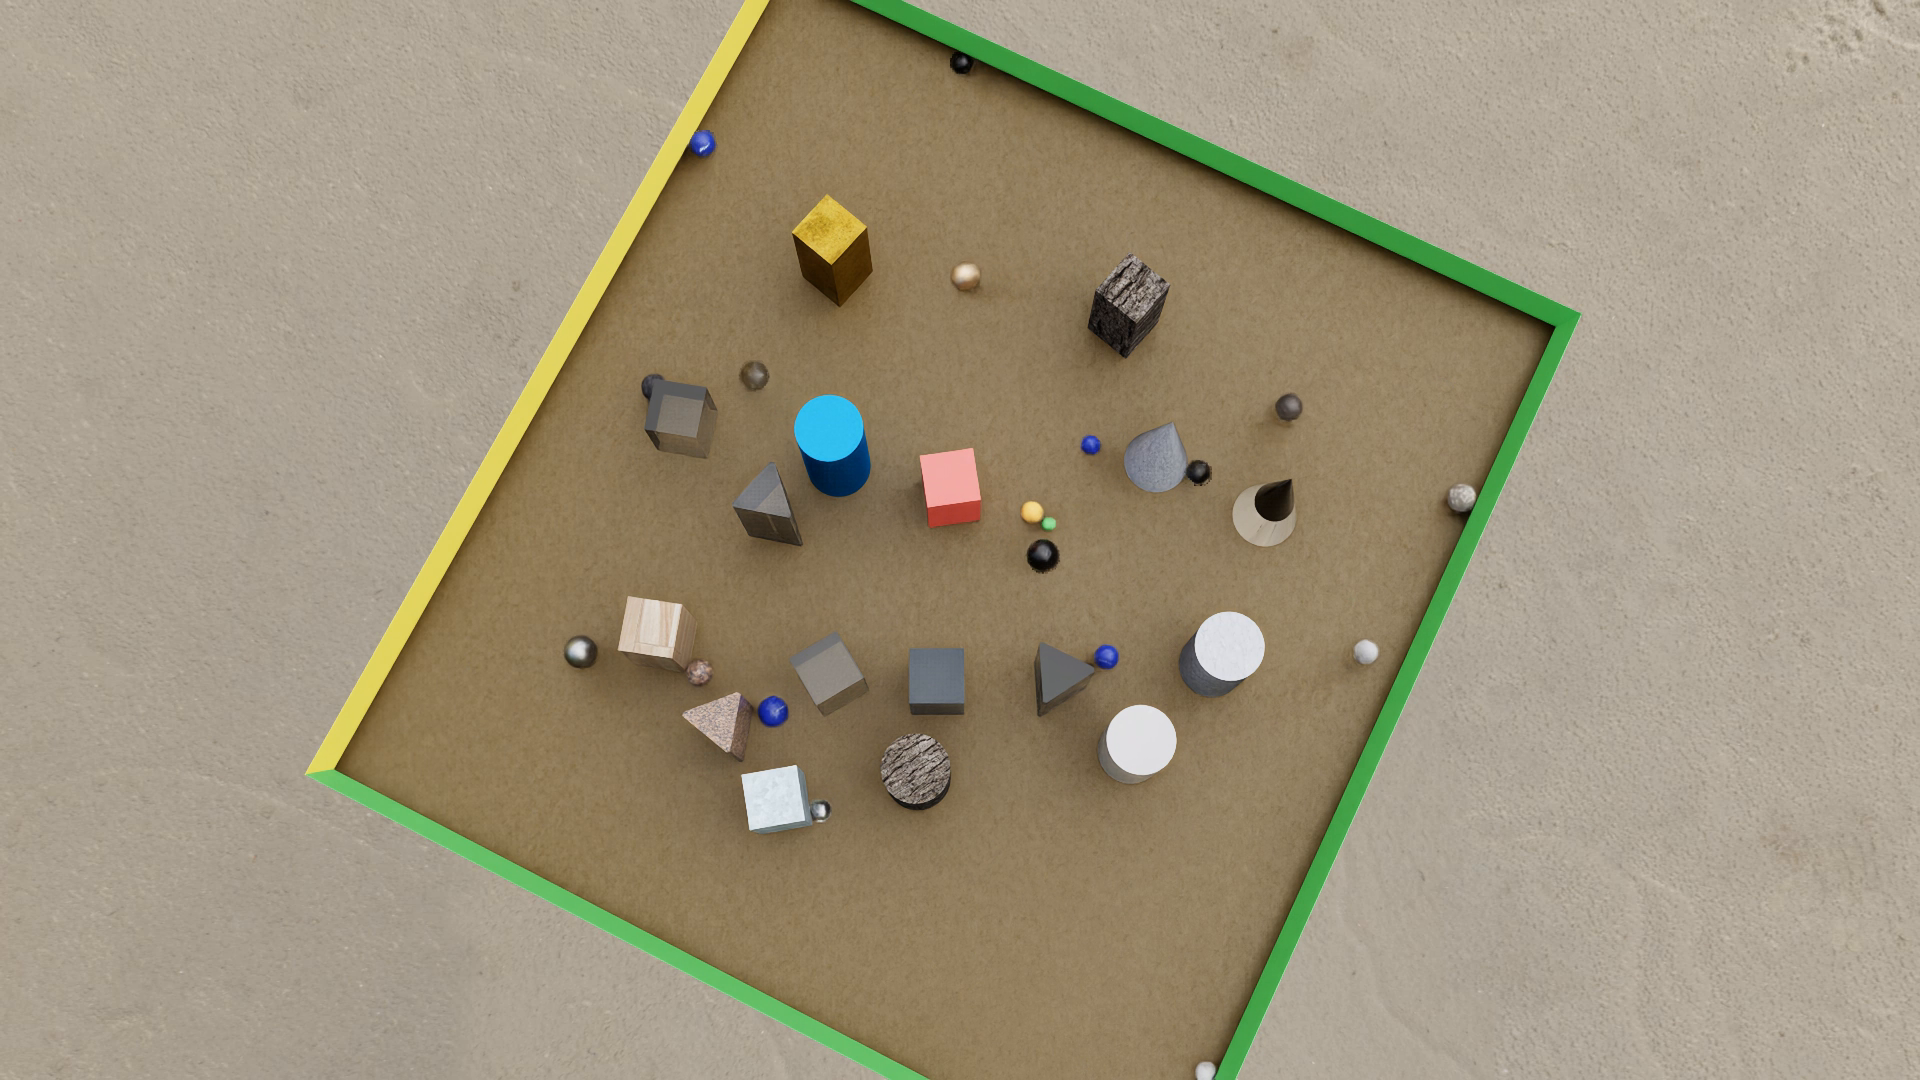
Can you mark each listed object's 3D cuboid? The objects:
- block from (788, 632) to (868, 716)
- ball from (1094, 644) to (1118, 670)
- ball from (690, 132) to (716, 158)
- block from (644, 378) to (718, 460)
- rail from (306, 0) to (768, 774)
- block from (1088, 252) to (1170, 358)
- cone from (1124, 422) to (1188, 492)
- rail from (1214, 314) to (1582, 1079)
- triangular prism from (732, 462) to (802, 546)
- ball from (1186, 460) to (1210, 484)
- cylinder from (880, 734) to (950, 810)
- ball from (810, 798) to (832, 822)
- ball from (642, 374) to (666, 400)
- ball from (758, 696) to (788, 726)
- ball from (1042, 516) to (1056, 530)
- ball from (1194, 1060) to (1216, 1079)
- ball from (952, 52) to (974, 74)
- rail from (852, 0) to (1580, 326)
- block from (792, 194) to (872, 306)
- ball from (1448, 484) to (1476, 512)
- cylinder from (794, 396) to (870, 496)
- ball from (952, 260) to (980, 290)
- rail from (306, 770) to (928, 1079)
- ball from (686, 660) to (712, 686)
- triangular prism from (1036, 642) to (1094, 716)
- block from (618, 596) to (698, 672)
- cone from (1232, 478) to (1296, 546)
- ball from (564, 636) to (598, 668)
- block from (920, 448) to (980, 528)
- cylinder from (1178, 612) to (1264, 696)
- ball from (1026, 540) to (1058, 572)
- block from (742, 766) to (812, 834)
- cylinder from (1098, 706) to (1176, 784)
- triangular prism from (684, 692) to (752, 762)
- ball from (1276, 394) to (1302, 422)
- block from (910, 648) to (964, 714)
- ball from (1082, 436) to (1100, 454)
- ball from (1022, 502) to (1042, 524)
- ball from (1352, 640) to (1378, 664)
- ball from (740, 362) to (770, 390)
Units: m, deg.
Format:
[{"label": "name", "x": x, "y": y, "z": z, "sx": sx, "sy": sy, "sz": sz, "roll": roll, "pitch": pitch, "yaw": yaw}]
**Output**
[{"label": "block", "x": -0.381, "y": 0.396, "z": 5.378, "sx": 0.157, "sy": 0.306, "sz": 0.157, "roll": -30, "pitch": 80, "yaw": -6}, {"label": "ball", "x": 0.439, "y": 0.352, "z": 5.506, "sx": 0.074, "sy": 0.074, "sz": 0.074, "roll": 0, "pitch": 78, "yaw": 0}, {"label": "ball", "x": -0.819, "y": -1.260, "z": 5.836, "sx": 0.081, "sy": 0.081, "sz": 0.081, "roll": 0, "pitch": 78, "yaw": 0}, {"label": "block", "x": -0.844, "y": -0.365, "z": 5.561, "sx": 0.157, "sy": 0.256, "sz": 0.157, "roll": 10, "pitch": 78, "yaw": 2}, {"label": "rail", "x": -1.226, "y": -0.594, "z": 5.673, "sx": 0.045, "sy": 0.128, "sz": 2.971, "roll": 26, "pitch": 80, "yaw": 5}, {"label": "block", "x": 0.511, "y": -0.710, "z": 5.583, "sx": 0.157, "sy": 0.353, "sz": 0.157, "roll": 40, "pitch": 81, "yaw": 8}, {"label": "cone", "x": 0.606, "y": -0.290, "z": 5.441, "sx": 0.197, "sy": 0.462, "sz": 0.197, "roll": 0, "pitch": 78, "yaw": 0}, {"label": "rail", "x": 1.226, "y": 0.607, "z": 5.425, "sx": 0.045, "sy": 0.128, "sz": 2.971, "roll": 26, "pitch": 80, "yaw": 5}, {"label": "triangular prism", "x": -0.551, "y": -0.112, "z": 5.431, "sx": 0.170, "sy": 0.409, "sz": 0.148, "roll": 11, "pitch": 79, "yaw": 2}, {"label": "ball", "x": 0.732, "y": -0.208, "z": 5.623, "sx": 0.072, "sy": 0.072, "sz": 0.072, "roll": 0, "pitch": 78, "yaw": 0}, {"label": "cylinder", "x": -0.125, "y": 0.675, "z": 5.313, "sx": 0.197, "sy": 0.320, "sz": 0.197, "roll": 0, "pitch": 78, "yaw": 0}, {"label": "ball", "x": -0.411, "y": 0.799, "z": 5.418, "sx": 0.066, "sy": 0.066, "sz": 0.066, "roll": 0, "pitch": 78, "yaw": 0}, {"label": "ball", "x": -0.944, "y": -0.472, "z": 5.671, "sx": 0.084, "sy": 0.084, "sz": 0.084, "roll": 0, "pitch": 78, "yaw": 0}, {"label": "ball", "x": -0.558, "y": 0.510, "z": 5.465, "sx": 0.091, "sy": 0.091, "sz": 0.091, "roll": 0, "pitch": 78, "yaw": 0}, {"label": "ball", "x": 0.272, "y": -0.050, "z": 5.605, "sx": 0.043, "sy": 0.043, "sz": 0.043, "roll": 0, "pitch": 78, "yaw": 0}, {"label": "ball", "x": 0.706, "y": 1.530, "z": 5.269, "sx": 0.061, "sy": 0.061, "sz": 0.061, "roll": 0, "pitch": 78, "yaw": 0}, {"label": "ball", "x": 0.008, "y": -1.533, "z": 5.899, "sx": 0.069, "sy": 0.069, "sz": 0.069, "roll": 0, "pitch": 78, "yaw": 0}, {"label": "rail", "x": 0.654, "y": -1.273, "z": 5.814, "sx": 2.790, "sy": 0.128, "sz": 0.045, "roll": 26, "pitch": 80, "yaw": 5}, {"label": "block", "x": -0.386, "y": -0.879, "z": 5.603, "sx": 0.157, "sy": 0.382, "sz": 0.157, "roll": 40, "pitch": 81, "yaw": 8}, {"label": "ball", "x": 1.534, "y": -0.127, "z": 5.598, "sx": 0.087, "sy": 0.087, "sz": 0.087, "roll": 0, "pitch": 78, "yaw": 0}, {"label": "cylinder", "x": -0.374, "y": -0.274, "z": 5.446, "sx": 0.197, "sy": 0.446, "sz": 0.197, "roll": 0, "pitch": 78, "yaw": 0}, {"label": "ball", "x": 0.018, "y": -0.829, "z": 5.742, "sx": 0.090, "sy": 0.090, "sz": 0.090, "roll": 0, "pitch": 78, "yaw": 0}, {"label": "rail", "x": -0.654, "y": 1.287, "z": 5.284, "sx": 2.790, "sy": 0.128, "sz": 0.045, "roll": 26, "pitch": 80, "yaw": 5}, {"label": "ball", "x": -0.781, "y": 0.398, "z": 5.494, "sx": 0.080, "sy": 0.080, "sz": 0.080, "roll": 0, "pitch": 78, "yaw": 0}, {"label": "triangular prism", "x": 0.268, "y": 0.388, "z": 5.346, "sx": 0.170, "sy": 0.374, "sz": 0.148, "roll": -33, "pitch": 80, "yaw": -6}, {"label": "block", "x": -0.887, "y": 0.281, "z": 5.397, "sx": 0.157, "sy": 0.316, "sz": 0.157, "roll": 8, "pitch": 78, "yaw": 2}, {"label": "cone", "x": 0.936, "y": -0.125, "z": 5.400, "sx": 0.197, "sy": 0.475, "sz": 0.197, "roll": 0, "pitch": 78, "yaw": 0}, {"label": "ball", "x": -1.136, "y": 0.337, "z": 5.497, "sx": 0.098, "sy": 0.098, "sz": 0.098, "roll": 0, "pitch": 78, "yaw": 0}, {"label": "block", "x": -0.028, "y": -0.154, "z": 5.506, "sx": 0.157, "sy": 0.280, "sz": 0.157, "roll": -8, "pitch": 78, "yaw": -2}, {"label": "cylinder", "x": 0.760, "y": 0.338, "z": 5.350, "sx": 0.197, "sy": 0.386, "sz": 0.197, "roll": 0, "pitch": 78, "yaw": 0}, {"label": "ball", "x": 0.251, "y": 0.046, "z": 5.558, "sx": 0.097, "sy": 0.097, "sz": 0.097, "roll": 0, "pitch": 78, "yaw": 0}, {"label": "block", "x": -0.529, "y": 0.756, "z": 5.319, "sx": 0.157, "sy": 0.276, "sz": 0.157, "roll": -10, "pitch": 78, "yaw": -2}, {"label": "cylinder", "x": 0.510, "y": 0.596, "z": 5.318, "sx": 0.197, "sy": 0.343, "sz": 0.197, "roll": 0, "pitch": 78, "yaw": 0}, {"label": "triangular prism", "x": -0.671, "y": 0.522, "z": 5.341, "sx": 0.170, "sy": 0.328, "sz": 0.148, "roll": 39, "pitch": 81, "yaw": 7}, {"label": "ball", "x": 1.016, "y": -0.409, "z": 5.659, "sx": 0.083, "sy": 0.083, "sz": 0.083, "roll": 0, "pitch": 78, "yaw": 0}, {"label": "block", "x": -0.067, "y": 0.418, "z": 5.376, "sx": 0.157, "sy": 0.301, "sz": 0.157, "roll": 0, "pitch": 78, "yaw": 0}, {"label": "ball", "x": 0.404, "y": -0.292, "z": 5.647, "sx": 0.059, "sy": 0.059, "sz": 0.059, "roll": 0, "pitch": 78, "yaw": 0}, {"label": "ball", "x": 0.220, "y": -0.084, "z": 5.600, "sx": 0.066, "sy": 0.066, "sz": 0.066, "roll": 0, "pitch": 78, "yaw": 0}, {"label": "ball", "x": 1.219, "y": 0.338, "z": 5.510, "sx": 0.073, "sy": 0.073, "sz": 0.073, "roll": 0, "pitch": 78, "yaw": 0}, {"label": "ball", "x": -0.636, "y": -0.508, "z": 5.676, "sx": 0.090, "sy": 0.090, "sz": 0.090, "roll": 0, "pitch": 78, "yaw": 0}]
